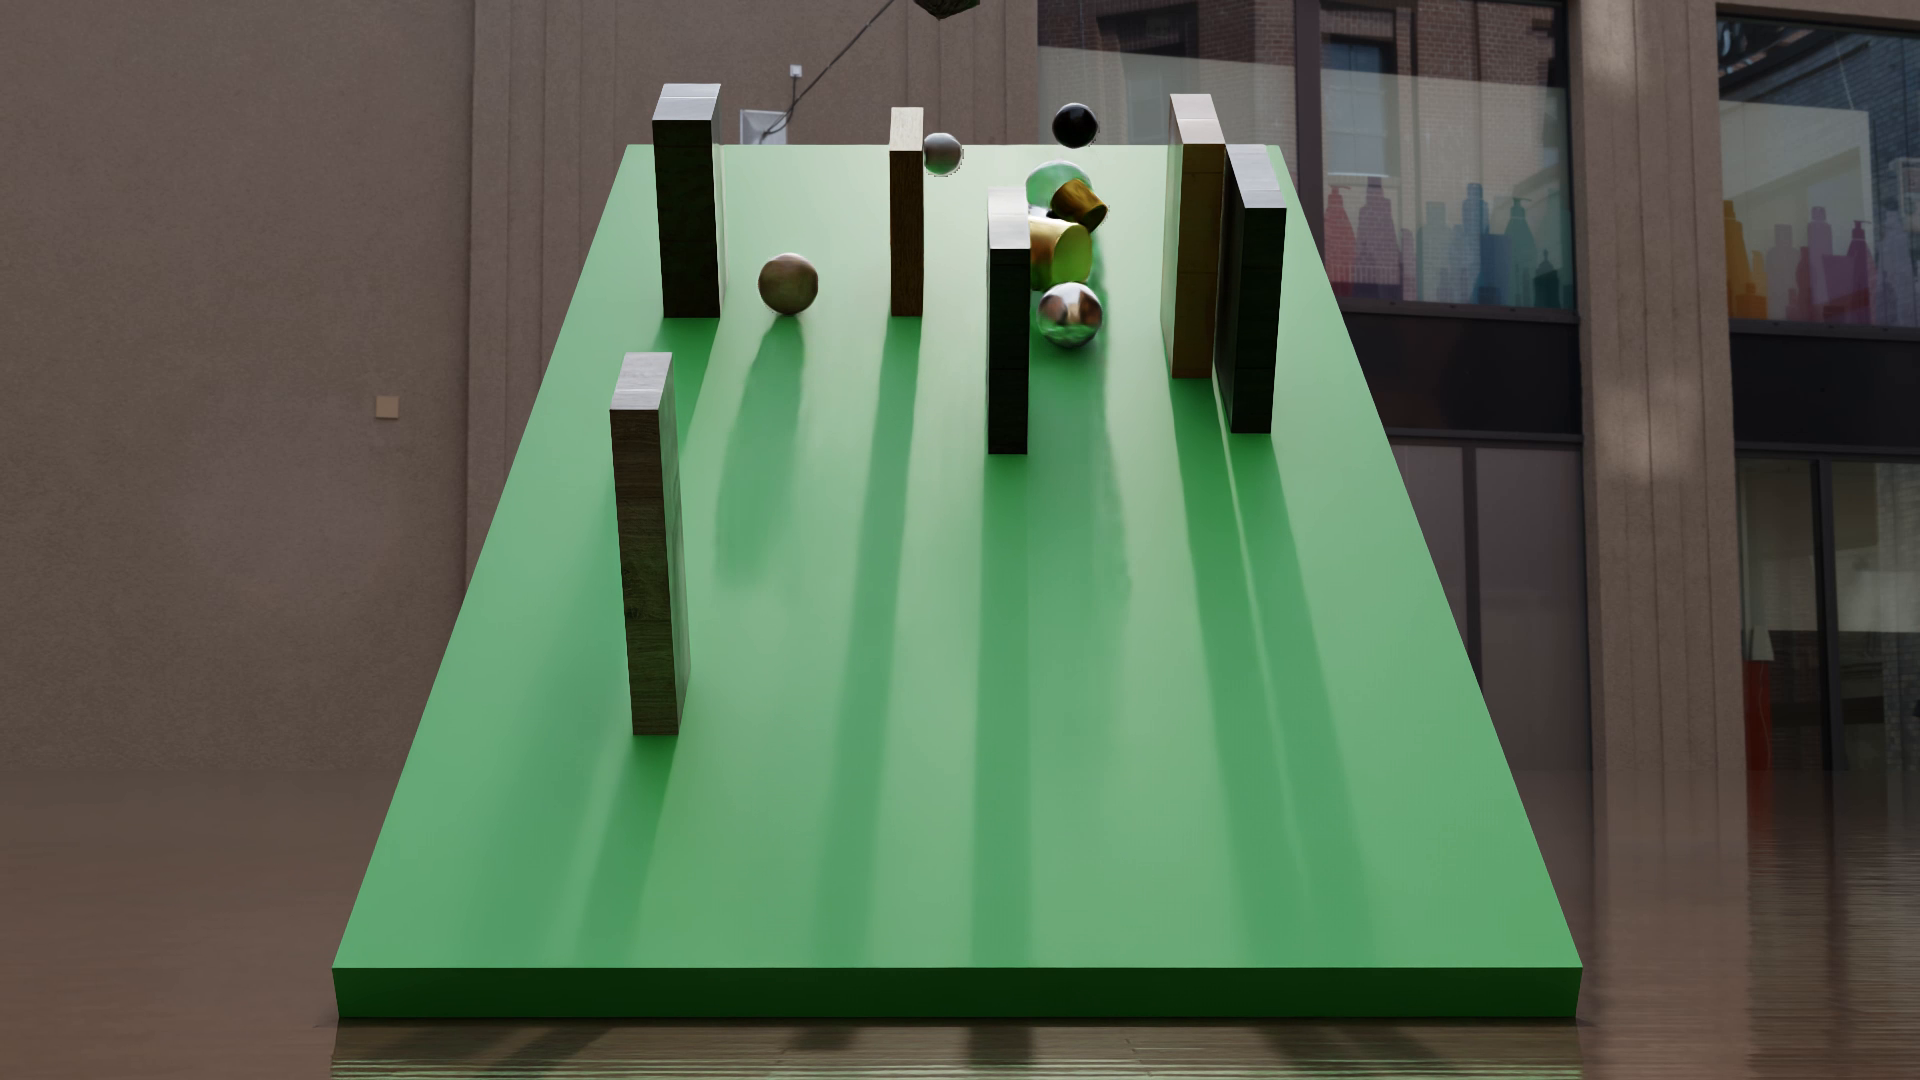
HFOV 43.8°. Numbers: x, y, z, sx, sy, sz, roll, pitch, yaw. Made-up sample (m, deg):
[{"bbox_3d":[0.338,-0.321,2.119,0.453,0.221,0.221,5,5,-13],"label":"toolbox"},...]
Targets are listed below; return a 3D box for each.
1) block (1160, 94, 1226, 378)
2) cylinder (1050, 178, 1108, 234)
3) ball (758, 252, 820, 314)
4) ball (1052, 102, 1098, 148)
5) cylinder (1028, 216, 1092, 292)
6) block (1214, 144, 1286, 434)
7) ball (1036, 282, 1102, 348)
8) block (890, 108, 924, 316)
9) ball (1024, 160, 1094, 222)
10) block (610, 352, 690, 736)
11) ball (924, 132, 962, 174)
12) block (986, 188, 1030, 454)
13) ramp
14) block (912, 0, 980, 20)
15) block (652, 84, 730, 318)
[{"bbox_3d":[0.565,-0.745,5.848,0.098,0.596,0.371,0,28,0],"label":"block"},{"bbox_3d":[0.319,-0.892,6.408,0.109,0.109,0.109,-35,-22,-17],"label":"cylinder"},{"bbox_3d":[-0.441,-0.659,6.145,0.157,0.157,0.157,0,-5,0],"label":"ball"},{"bbox_3d":[0.345,-1.246,7.192,0.136,0.136,0.136,0,-5,0],"label":"ball"},{"bbox_3d":[0.214,-0.739,6.198,0.189,0.189,0.189,16,4,34],"label":"cylinder"},{"bbox_3d":[0.676,-0.593,5.611,0.092,0.554,0.427,0,28,0],"label":"block"},{"bbox_3d":[0.273,-0.561,5.959,0.165,0.165,0.165,0,-5,0],"label":"ball"},{"bbox_3d":[-0.137,-0.854,6.204,0.082,0.446,0.341,0,28,0],"label":"block"},{"bbox_3d":[0.273,-0.961,6.666,0.198,0.198,0.198,0,-5,0],"label":"ball"},{"bbox_3d":[-0.562,0.011,4.366,0.084,0.664,0.242,0,28,0],"label":"block"},{"bbox_3d":[-0.053,-1.054,6.520,0.114,0.114,0.114,0,-5,0],"label":"ball"},{"bbox_3d":[0.109,-0.508,5.507,0.089,0.500,0.389,0,28,0],"label":"block"},{"bbox_3d":[-0.012,-0.221,5.606,2.000,0.100,4.000,0,28,0],"label":"ramp"},{"bbox_3d":[-0.042,-1.553,6.619,0.141,0.141,0.141,-28,52,-28],"label":"block"},{"bbox_3d":[-0.689,-0.873,6.151,0.145,0.528,0.293,0,28,0],"label":"block"}]
